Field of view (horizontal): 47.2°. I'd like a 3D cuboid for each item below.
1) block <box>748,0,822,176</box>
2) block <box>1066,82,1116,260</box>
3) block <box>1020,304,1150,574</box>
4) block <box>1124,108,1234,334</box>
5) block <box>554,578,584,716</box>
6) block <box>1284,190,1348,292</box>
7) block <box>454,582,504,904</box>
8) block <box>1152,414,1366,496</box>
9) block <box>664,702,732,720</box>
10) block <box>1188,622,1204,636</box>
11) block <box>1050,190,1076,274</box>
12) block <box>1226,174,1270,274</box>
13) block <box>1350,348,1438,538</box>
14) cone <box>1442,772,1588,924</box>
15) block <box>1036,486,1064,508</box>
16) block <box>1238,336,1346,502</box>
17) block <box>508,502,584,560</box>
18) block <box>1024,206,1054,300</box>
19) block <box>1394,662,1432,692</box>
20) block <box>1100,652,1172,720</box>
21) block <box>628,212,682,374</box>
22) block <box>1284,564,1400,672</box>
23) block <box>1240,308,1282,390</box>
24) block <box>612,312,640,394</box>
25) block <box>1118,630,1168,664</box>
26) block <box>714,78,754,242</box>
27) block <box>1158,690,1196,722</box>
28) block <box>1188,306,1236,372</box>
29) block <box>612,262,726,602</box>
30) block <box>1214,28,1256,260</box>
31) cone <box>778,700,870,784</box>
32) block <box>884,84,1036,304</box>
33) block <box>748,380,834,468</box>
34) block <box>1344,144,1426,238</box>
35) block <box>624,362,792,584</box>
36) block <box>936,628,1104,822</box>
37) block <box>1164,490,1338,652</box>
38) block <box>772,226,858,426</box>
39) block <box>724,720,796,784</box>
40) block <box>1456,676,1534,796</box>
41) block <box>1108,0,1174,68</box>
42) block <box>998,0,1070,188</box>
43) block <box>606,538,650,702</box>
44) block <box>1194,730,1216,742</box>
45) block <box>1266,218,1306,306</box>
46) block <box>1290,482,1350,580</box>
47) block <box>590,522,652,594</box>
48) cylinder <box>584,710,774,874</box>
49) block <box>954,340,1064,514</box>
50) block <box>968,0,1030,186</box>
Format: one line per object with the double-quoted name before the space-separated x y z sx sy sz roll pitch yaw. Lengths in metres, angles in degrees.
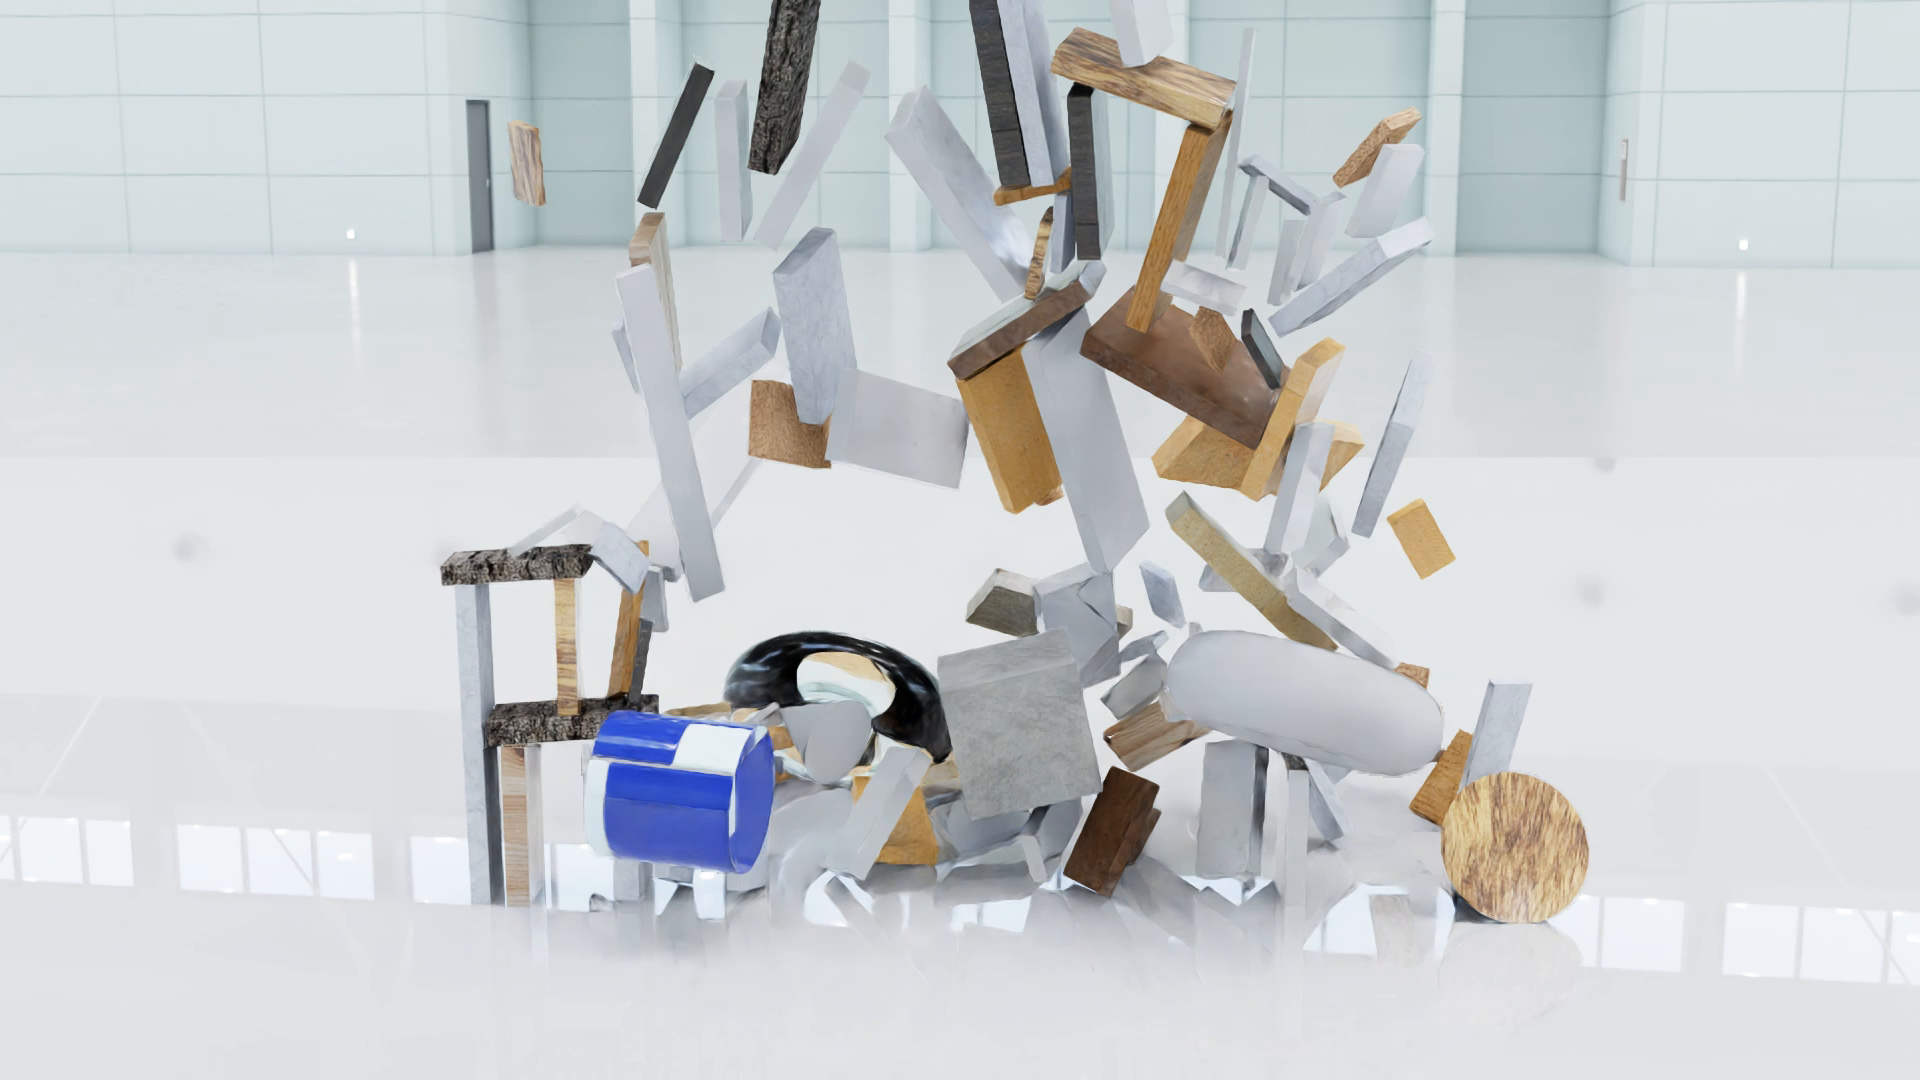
"block" -0.270 -0.760 3.459 0.047 0.330 0.165 14 33 2
"block" 0.208 -0.593 3.466 0.038 0.268 0.134 3 32 14
"block" 0.218 -0.167 3.737 0.039 0.477 0.137 14 48 38
"block" 0.345 -0.506 3.470 0.038 0.348 0.134 25 35 12
"block" -0.640 0.163 3.602 0.032 0.227 0.113 -1 11 -4
"block" 0.553 -0.464 3.415 0.021 0.149 0.075 32 35 23
"block" -0.792 0.325 3.625 0.032 0.536 0.113 -1 11 -1
"block" 0.534 -0.159 3.931 0.353 0.167 0.047 7 50 -32
"block" -0.465 0.305 3.831 0.118 0.017 0.059 -5 -17 -34
"block" 0.413 0.198 3.683 0.017 0.121 0.060 -16 42 18
"block" 0.170 -0.507 3.556 0.020 0.139 0.069 14 36 16
"block" 0.444 -0.488 3.402 0.019 0.146 0.067 15 3 -4
"block" 0.722 -0.151 3.680 0.036 0.129 0.567 18 -16 9
"cone" 0.887 0.532 3.677 0.246 0.246 0.246 -1 -16 -6
"block" 0.093 -0.210 3.989 0.044 0.314 0.157 -28 -3 5
"block" 0.537 -0.194 3.556 0.036 0.257 0.129 31 33 18
"block" -0.671 -0.017 3.560 0.127 0.018 0.063 -32 10 5
"block" 0.133 -0.466 3.581 0.020 0.139 0.069 17 33 7
"block" 0.812 0.300 4.035 0.073 0.146 0.021 12 -1 16
"block" 0.334 0.276 4.102 0.138 0.069 0.020 -43 5 3
"block" -0.493 -0.377 3.572 0.033 0.284 0.117 2 35 6
"block" 0.620 0.132 3.579 0.210 0.030 0.105 36 22 -10
"block" 0.474 -0.299 3.453 0.017 0.122 0.061 -15 42 26
"block" -0.542 -0.309 3.629 0.017 0.122 0.061 -9 35 11
"block" 0.332 0.192 3.977 0.069 0.020 0.138 -21 1 16
"block" -0.362 -0.610 3.527 0.033 0.234 0.117 2 28 3
"block" 0.427 0.282 3.823 0.153 0.017 0.060 -6 39 -10
"block" 0.402 -0.324 3.489 0.017 0.061 0.121 17 -17 33
"block" -0.475 -0.164 3.628 0.061 0.642 0.017 -23 38 -19
"block" 0.427 -0.613 3.407 0.015 0.351 0.052 8 5 12
"cone" -0.257 0.312 3.713 0.151 0.151 0.151 24 24 37
"block" 0.006 -0.560 3.559 0.042 0.341 0.148 -23 29 28
"block" -0.285 -0.195 3.734 0.036 0.126 0.251 2 -3 22
"block" 0.640 -0.525 3.314 0.075 0.149 0.021 -7 40 -37
"block" -0.445 -0.137 4.017 0.126 0.036 0.601 14 43 15
"block" 0.098 0.310 3.727 0.228 0.228 0.228 -13 12 0
"block" 0.478 0.061 3.631 0.335 0.047 0.167 43 9 -6
"block" -0.238 -0.355 3.668 0.042 0.295 0.148 11 42 22
"block" -0.302 0.387 4.437 0.157 0.044 0.440 37 31 28
"block" 0.928 0.387 3.859 0.073 0.347 0.021 -2 33 -13
"block" 0.259 -0.857 3.324 0.036 0.254 0.127 -2 26 29
"block" 0.108 -0.763 3.425 0.036 0.402 0.127 -4 25 18
"block" -0.554 0.133 3.675 0.017 0.270 0.059 16 -25 -26
"block" 0.514 0.326 4.274 0.164 0.023 0.082 -32 28 40
"block" 0.514 -0.438 3.458 0.019 0.134 0.067 15 15 20
"block" 0.656 -0.024 4.071 0.030 0.105 0.446 43 15 -8
"block" -0.556 0.030 3.607 0.018 0.063 0.127 8 -27 31
"cylinder" -0.435 0.392 3.438 0.231 0.231 0.231 5 11 12
"block" 0.096 -0.194 3.760 0.137 0.274 0.039 -34 33 -21
"block" 0.059 -0.847 3.434 0.047 0.555 0.165 -3 23 19
